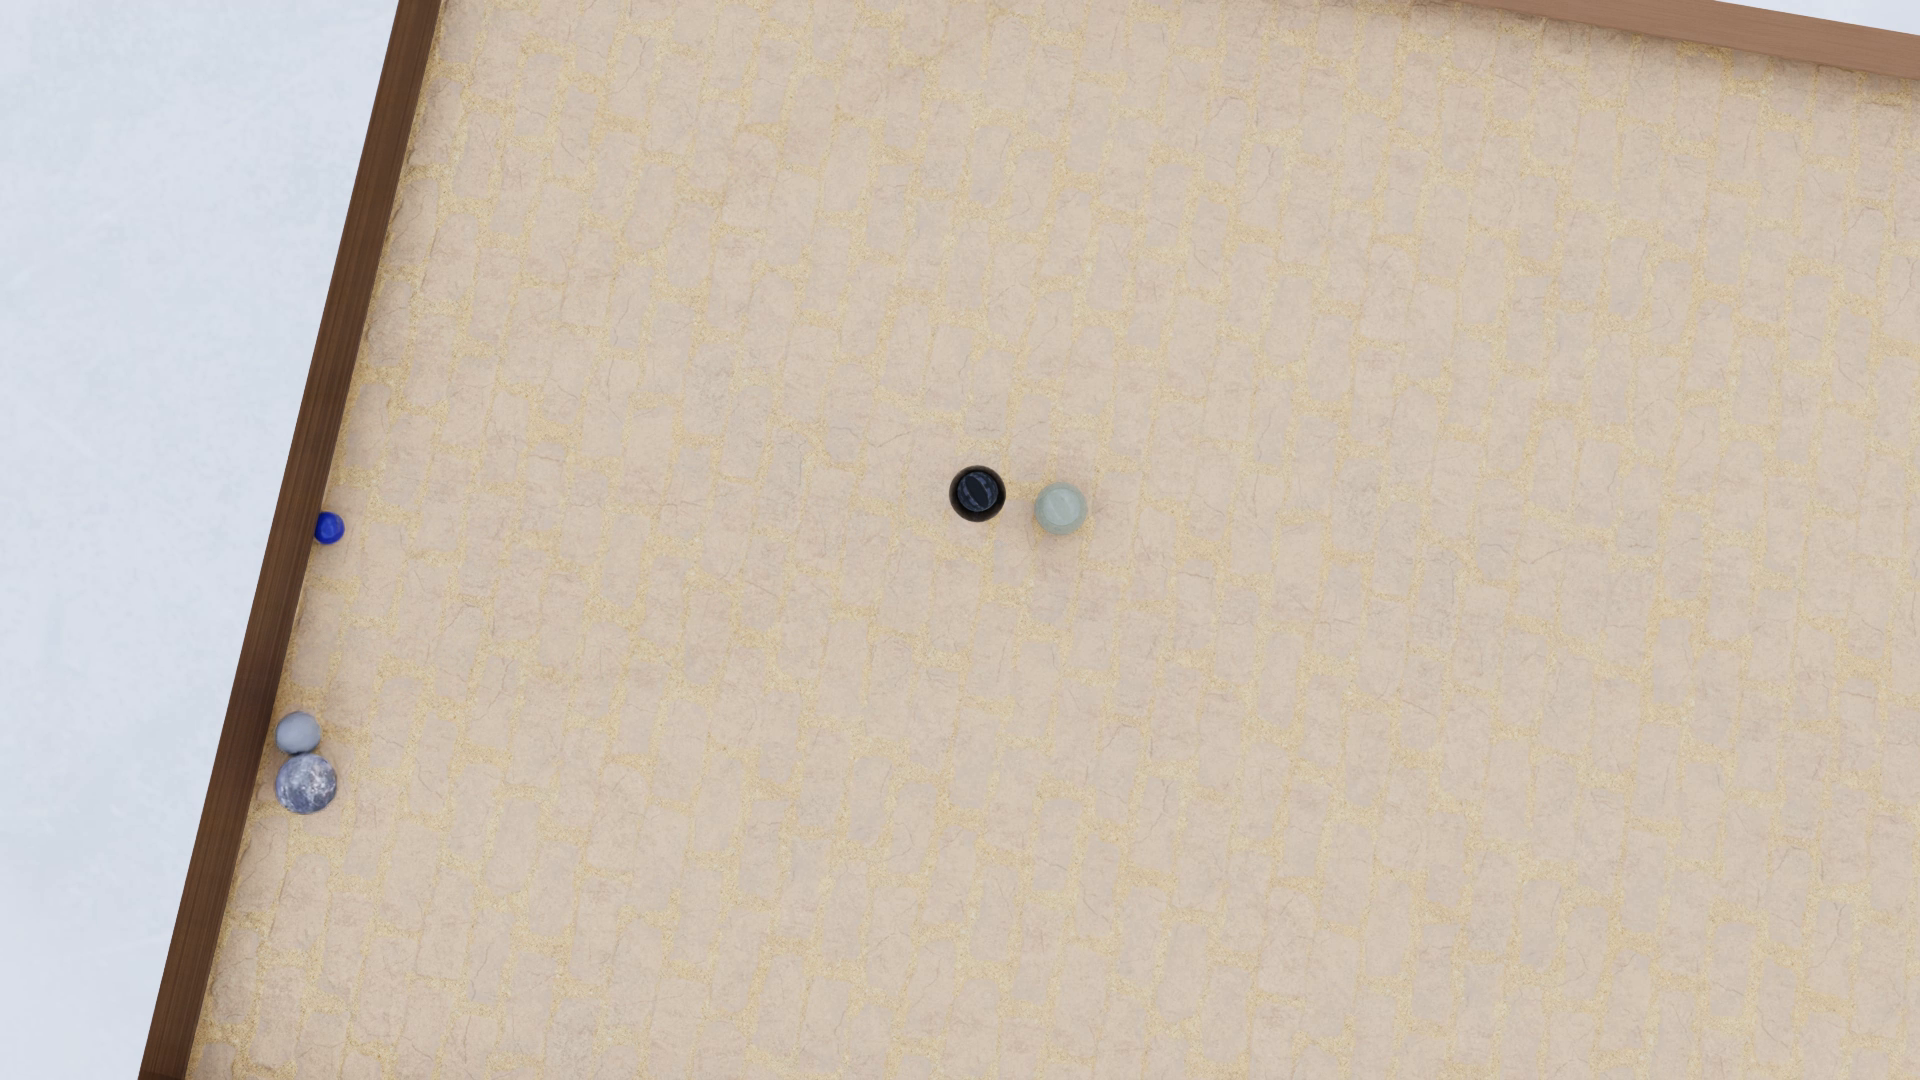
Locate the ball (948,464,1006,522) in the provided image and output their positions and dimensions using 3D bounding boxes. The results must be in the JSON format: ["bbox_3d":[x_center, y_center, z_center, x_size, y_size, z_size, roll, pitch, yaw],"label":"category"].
[{"bbox_3d":[0.026,-0.069,3.288,0.086,0.086,0.086,0,80,0],"label":"ball"}]

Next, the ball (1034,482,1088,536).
[{"bbox_3d":[0.151,-0.047,3.287,0.080,0.080,0.080,0,80,0],"label":"ball"}]

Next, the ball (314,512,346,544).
[{"bbox_3d":[-0.948,-0.018,3.298,0.050,0.050,0.050,0,80,0],"label":"ball"}]

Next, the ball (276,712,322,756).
[{"bbox_3d":[-0.974,0.285,3.236,0.065,0.065,0.065,0,80,0],"label":"ball"}]

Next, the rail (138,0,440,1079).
[{"bbox_3d":[-0.951,-0.176,3.293,0.045,0.113,2.033,10,80,2],"label":"rail"}]

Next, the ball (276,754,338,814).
[{"bbox_3d":[-0.955,0.355,3.213,0.087,0.087,0.087,0,80,0],"label":"ball"}]

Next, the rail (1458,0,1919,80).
[{"bbox_3d":[1.153,-0.789,3.402,3.961,0.113,0.045,10,80,2],"label":"rail"}]
